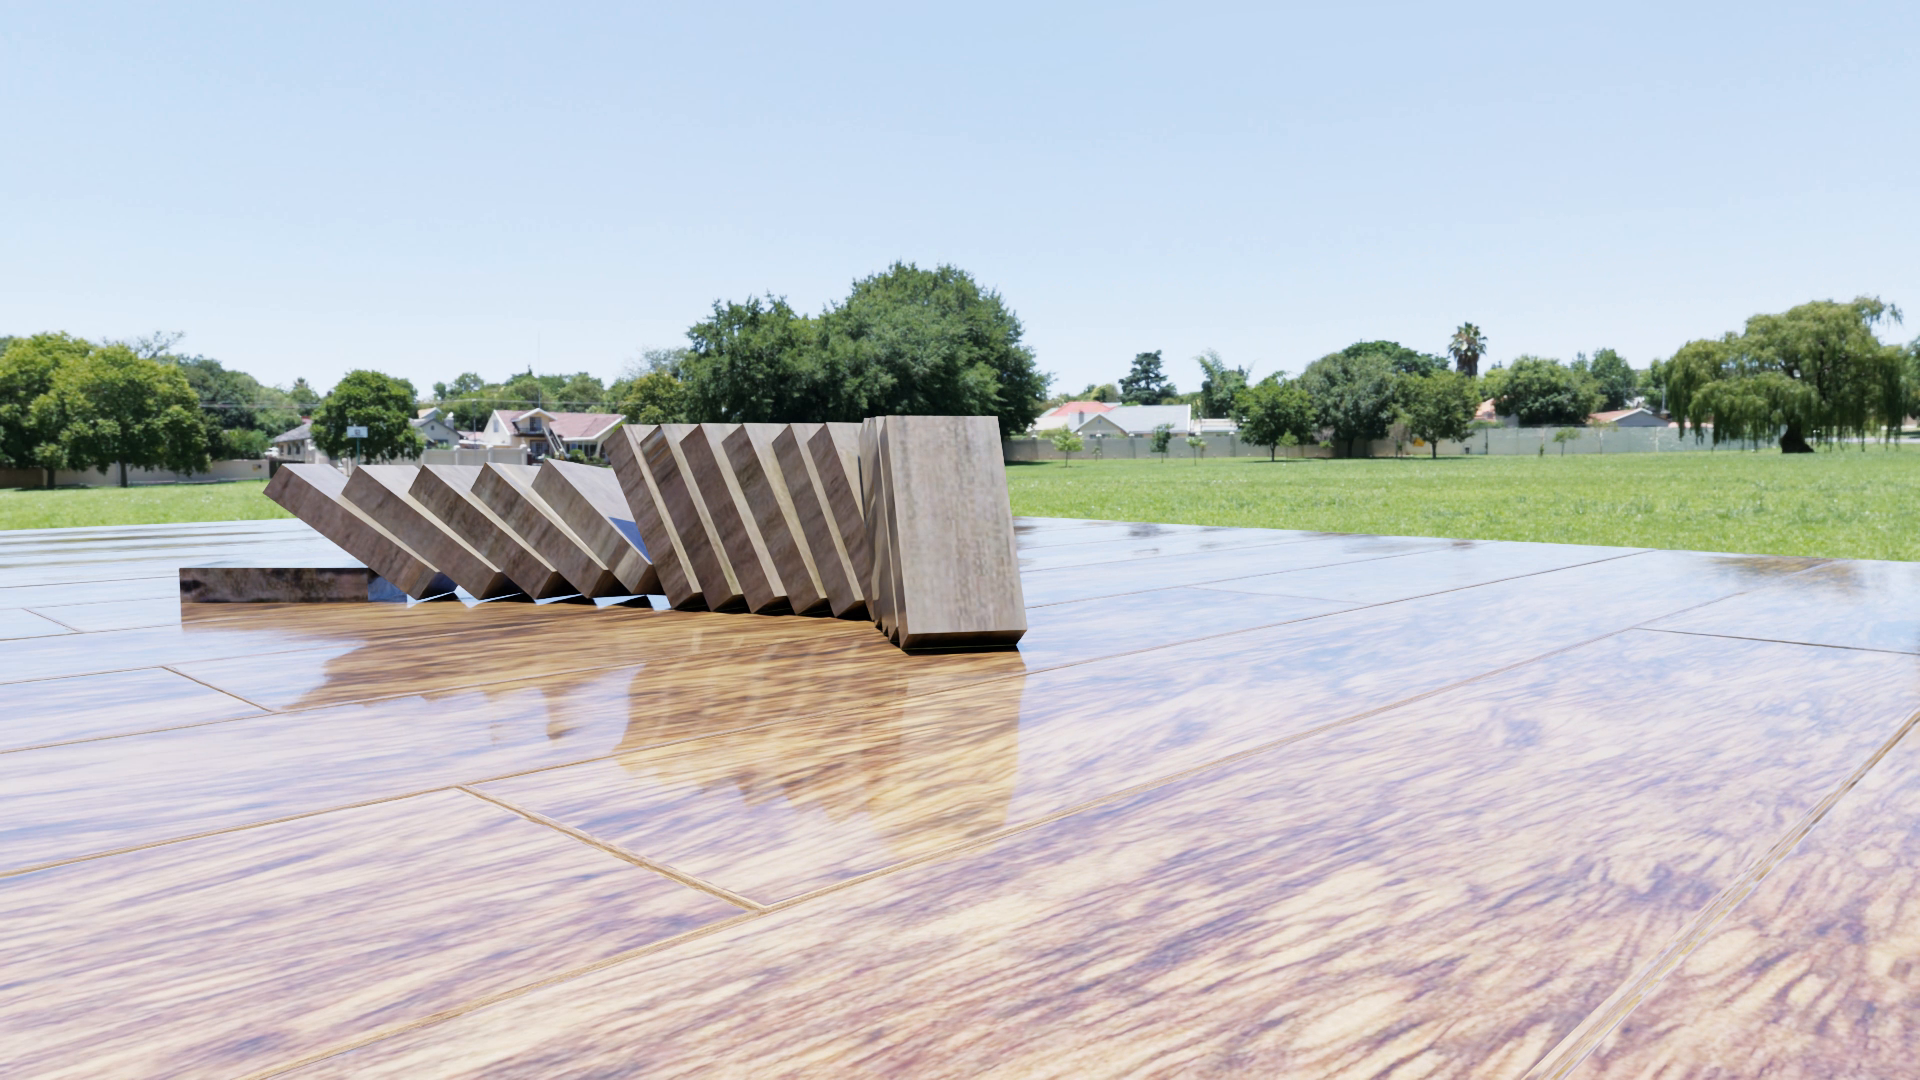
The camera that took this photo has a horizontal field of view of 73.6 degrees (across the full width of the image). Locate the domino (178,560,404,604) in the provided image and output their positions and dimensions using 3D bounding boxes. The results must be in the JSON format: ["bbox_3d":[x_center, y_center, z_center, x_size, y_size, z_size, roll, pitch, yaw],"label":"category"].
[{"bbox_3d":[-0.184,0.011,0.356,0.050,0.010,0.025,0,4,-1],"label":"domino"}]

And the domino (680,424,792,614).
[{"bbox_3d":[-0.052,-0.006,0.335,0.010,0.050,0.025,-35,-17,33],"label":"domino"}]

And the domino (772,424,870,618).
[{"bbox_3d":[-0.028,-0.006,0.327,0.025,0.050,0.009,-4,-26,-43],"label":"domino"}]

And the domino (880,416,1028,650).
[{"bbox_3d":[-0.002,-0.002,0.274,0.025,0.050,0.009,-1,-24,-14],"label":"domino"}]

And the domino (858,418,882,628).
[{"bbox_3d":[-0.009,-0.005,0.306,0.025,0.050,0.010,-1,-24,-14],"label":"domino"}]

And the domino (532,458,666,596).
[{"bbox_3d":[-0.093,-0.003,0.354,0.050,0.009,0.025,40,15,27],"label":"domino"}]

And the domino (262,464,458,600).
[{"bbox_3d":[-0.163,-0.003,0.356,0.050,0.009,0.025,35,3,-1],"label":"domino"}]

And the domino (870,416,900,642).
[{"bbox_3d":[-0.005,-0.003,0.285,0.025,0.050,0.009,-1,-24,-14],"label":"domino"}]

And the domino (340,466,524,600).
[{"bbox_3d":[-0.144,-0.003,0.359,0.050,0.009,0.025,36,9,7],"label":"domino"}]

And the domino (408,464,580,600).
[{"bbox_3d":[-0.127,-0.003,0.359,0.050,0.010,0.025,37,12,13],"label":"domino"}]

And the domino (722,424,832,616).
[{"bbox_3d":[-0.040,-0.006,0.331,0.009,0.050,0.025,-35,-17,33],"label":"domino"}]

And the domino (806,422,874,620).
[{"bbox_3d":[-0.018,-0.005,0.320,0.025,0.050,0.009,-3,-26,-43],"label":"domino"}]

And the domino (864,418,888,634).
[{"bbox_3d":[-0.007,-0.004,0.295,0.025,0.050,0.009,-1,-24,-14],"label":"domino"}]

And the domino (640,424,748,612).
[{"bbox_3d":[-0.063,-0.007,0.338,0.010,0.050,0.025,-35,-17,33],"label":"domino"}]

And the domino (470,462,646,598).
[{"bbox_3d":[-0.109,-0.003,0.357,0.050,0.009,0.025,38,14,19],"label":"domino"}]

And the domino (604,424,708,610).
[{"bbox_3d":[-0.074,-0.007,0.343,0.009,0.050,0.025,-35,-17,33],"label":"domino"}]
